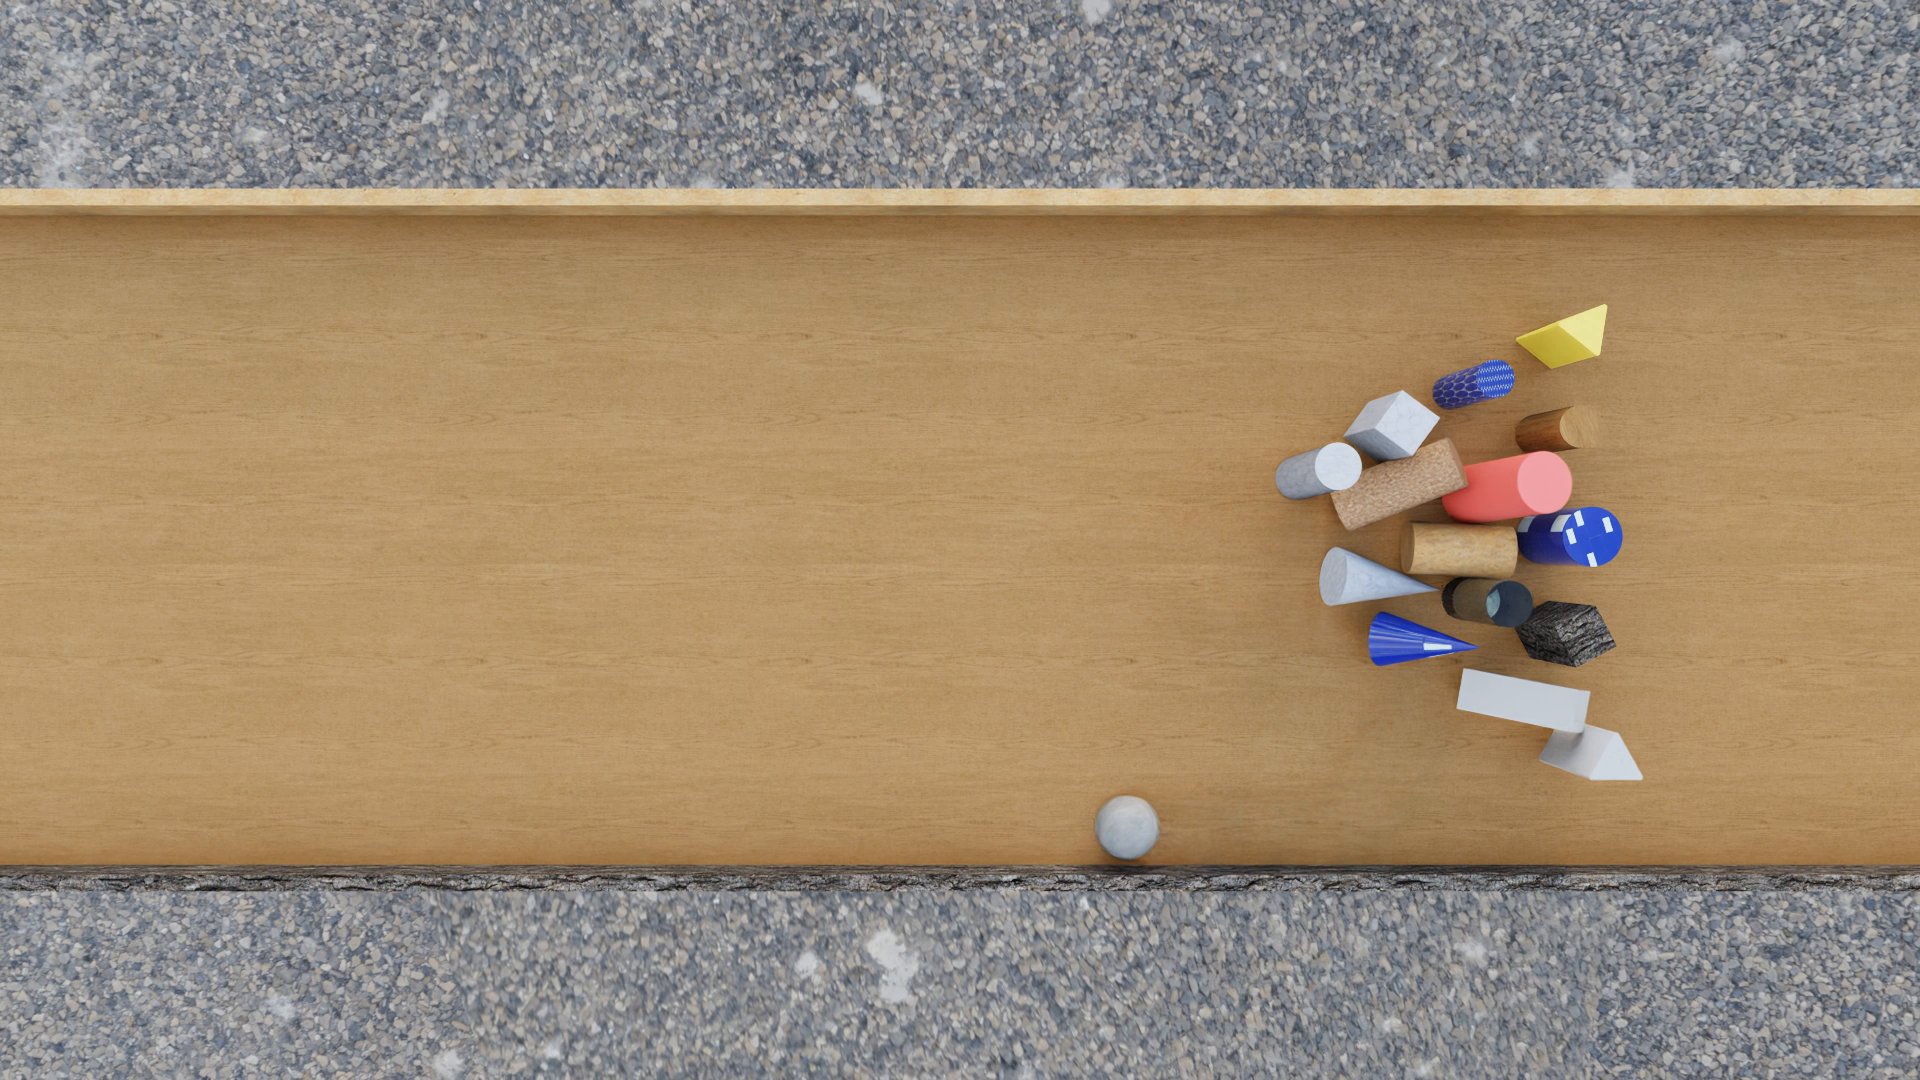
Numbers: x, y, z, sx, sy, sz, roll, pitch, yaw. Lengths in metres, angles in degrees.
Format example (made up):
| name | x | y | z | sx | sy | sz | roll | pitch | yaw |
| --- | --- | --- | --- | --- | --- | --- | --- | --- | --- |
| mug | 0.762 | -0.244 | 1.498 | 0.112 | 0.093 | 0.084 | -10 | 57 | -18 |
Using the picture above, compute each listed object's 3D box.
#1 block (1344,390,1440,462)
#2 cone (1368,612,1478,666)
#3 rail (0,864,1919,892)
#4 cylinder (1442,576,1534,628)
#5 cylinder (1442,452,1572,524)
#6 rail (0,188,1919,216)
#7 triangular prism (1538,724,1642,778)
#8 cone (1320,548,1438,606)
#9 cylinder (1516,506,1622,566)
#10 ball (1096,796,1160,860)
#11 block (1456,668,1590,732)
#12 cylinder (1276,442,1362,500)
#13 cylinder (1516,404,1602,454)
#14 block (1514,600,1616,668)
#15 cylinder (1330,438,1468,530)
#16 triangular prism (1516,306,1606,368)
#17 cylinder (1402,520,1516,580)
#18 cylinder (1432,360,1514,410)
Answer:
| name | x | y | z | sx | sy | sz | roll | pitch | yaw |
| --- | --- | --- | --- | --- | --- | --- | --- | --- | --- |
| block | 1.272 | -0.333 | 4.882 | 0.133 | 0.389 | 0.133 | 36 | 90 | 0 |
| cone | 1.400 | 0.307 | 4.908 | 0.316 | 0.168 | 0.168 | 3 | 90 | 42 |
| rail | -2.247 | 1.025 | 5.001 | 12.000 | 0.150 | 0.050 | 0 | 90 | 0 |
| cylinder | 1.549 | 0.180 | 4.862 | 0.133 | 0.429 | 0.133 | 0 | 90 | 0 |
| cylinder | 1.606 | -0.150 | 4.863 | 0.178 | 0.393 | 0.178 | 1 | 86 | -15 |
| rail | -2.247 | -1.025 | 5.002 | 12.000 | 0.150 | 0.050 | 0 | 90 | 0 |
| triangular prism | 1.858 | 0.612 | 4.877 | 0.150 | 0.396 | 0.130 | 0 | 90 | -1 |
| cone | 1.305 | 0.132 | 5.033 | 0.365 | 0.179 | 0.179 | 7 | 90 | -14 |
| cylinder | 1.797 | -0.010 | 4.880 | 0.170 | 0.392 | 0.170 | 0 | 90 | 0 |
| ball | 0.507 | 0.867 | 4.980 | 0.193 | 0.193 | 0.193 | 0 | 90 | 0 |
| block | 1.680 | 0.478 | 4.926 | 0.341 | 0.124 | 0.124 | 10 | 90 | 36 |
| cylinder | 1.049 | -0.199 | 4.852 | 0.134 | 0.441 | 0.134 | 0 | 88 | -4 |
| cylinder | 1.770 | -0.324 | 4.888 | 0.123 | 0.377 | 0.123 | 0 | 90 | 0 |
| block | 1.782 | 0.275 | 4.885 | 0.131 | 0.382 | 0.131 | -28 | 90 | 0 |
| cylinder | 1.311 | -0.165 | 4.934 | 0.369 | 0.157 | 0.157 | -23 | 90 | 23 |
| triangular prism | 1.806 | -0.622 | 4.894 | 0.146 | 0.365 | 0.126 | 39 | 90 | 0 |
| cylinder | 1.509 | 0.029 | 4.997 | 0.307 | 0.160 | 0.160 | 5 | 90 | 5 |
| cylinder | 1.507 | -0.454 | 4.858 | 0.107 | 0.436 | 0.107 | 0 | 90 | 0 |
